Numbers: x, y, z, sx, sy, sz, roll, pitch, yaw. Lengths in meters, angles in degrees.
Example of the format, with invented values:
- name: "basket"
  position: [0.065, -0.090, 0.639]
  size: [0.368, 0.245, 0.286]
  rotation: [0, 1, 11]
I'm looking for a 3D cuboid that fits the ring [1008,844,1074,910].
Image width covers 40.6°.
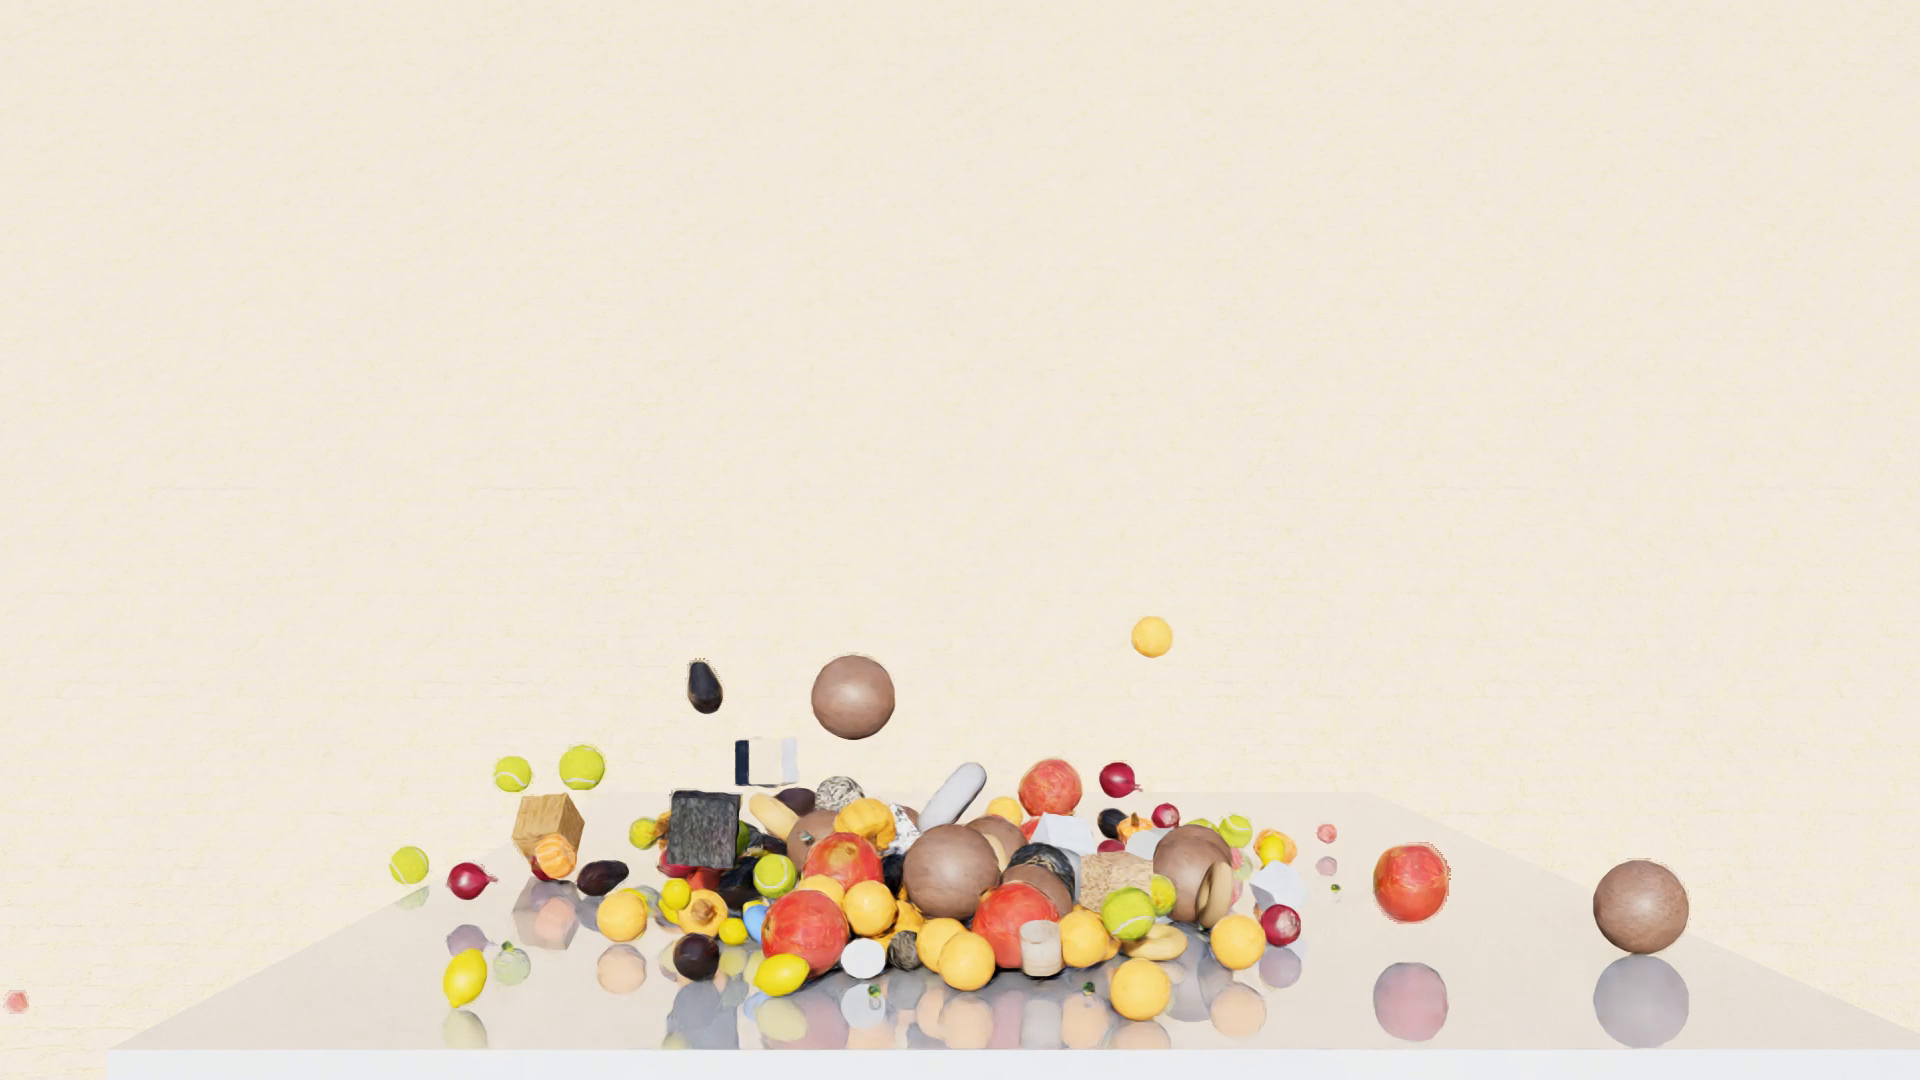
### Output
- name: "ring"
  position: [0.113, 0.470, 3.624]
  size: [0.098, 0.098, 0.033]
  rotation: [12, 18, 17]

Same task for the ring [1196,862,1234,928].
- name: "ring"
  position: [0.366, 0.510, 3.724]
  size: [0.033, 0.098, 0.098]
  rotation: [15, 34, -6]

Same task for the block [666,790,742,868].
- name: "block"
  position: [-0.374, 0.422, 3.794]
  size: [0.097, 0.097, 0.097]
  rotation: [5, 1, -3]

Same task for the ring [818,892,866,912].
- name: "ring"
  position: [-0.188, 0.575, 4.125]
  size: [0.078, 0.026, 0.078]
  rotation: [0, 0, 0]

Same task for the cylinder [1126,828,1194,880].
- name: "cylinder"
  position: [0.355, 0.557, 4.608]
  size: [0.089, 0.089, 0.089]
  rotation: [31, 18, 37]

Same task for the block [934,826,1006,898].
- name: "block"
  position: [0.022, 0.526, 4.259]
  size: [0.085, 0.085, 0.085]
  rotation: [-16, 9, -23]

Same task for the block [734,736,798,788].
- name: "block"
  position: [-0.342, 0.392, 4.591]
  size: [0.082, 0.082, 0.082]
  rotation: [-1, 0, 24]

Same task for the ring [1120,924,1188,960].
- name: "ring"
  position: [0.265, 0.551, 3.557]
  size: [0.094, 0.031, 0.094]
  rotation: [0, 10, 0]

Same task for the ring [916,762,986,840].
- name: "ring"
  position: [-0.013, 0.411, 4.094]
  size: [0.049, 0.146, 0.146]
  rotation: [39, 44, 7]

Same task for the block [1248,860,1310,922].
- name: "block"
  position: [0.489, 0.536, 3.976]
  size: [0.058, 0.058, 0.058]
  rotation: [-36, 30, -22]

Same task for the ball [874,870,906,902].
- name: "ball"
  position: [-0.115, 0.565, 4.236]
  size: [0.053, 0.053, 0.053]
  rotation: [0, 34, 0]

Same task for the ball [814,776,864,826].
- name: "ball"
  position: [-0.200, 0.434, 4.320]
  size: [0.084, 0.084, 0.084]
  rotation: [0, 34, 0]

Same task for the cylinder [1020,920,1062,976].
- name: "cylinder"
  position: [0.102, 0.516, 3.281]
  size: [0.052, 0.052, 0.052]
  rotation: [-4, 21, 1]

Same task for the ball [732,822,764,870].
- name: "ball"
  position: [-0.404, 0.561, 4.766]
  size: [0.090, 0.090, 0.090]
  rotation: [0, 34, 0]

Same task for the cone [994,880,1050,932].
- name: "cone"
  position: [0.091, 0.531, 3.783]
  size: [0.083, 0.083, 0.083]
  rotation: [1, -5, 2]

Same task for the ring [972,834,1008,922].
- name: "ring"
  position: [0.050, 0.509, 3.909]
  size: [0.045, 0.134, 0.134]
  rotation: [-10, 36, -8]

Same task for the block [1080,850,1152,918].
- name: "block"
  position: [0.211, 0.465, 3.513]
  size: [0.069, 0.069, 0.069]
  rotation: [-3, 9, -31]

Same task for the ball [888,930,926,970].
- name: "ball"
  position: [-0.070, 0.543, 3.431]
  size: [0.052, 0.052, 0.052]
  rotation: [0, 34, 0]

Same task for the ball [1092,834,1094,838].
- name: "ball"
  position: [0.224, 0.579, 5.017]
  size: [0.068, 0.068, 0.068]
  rotation: [0, 34, 0]

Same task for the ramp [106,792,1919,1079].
- name: "ramp"
  position: [0.076, 0.657, 4.809]
  size: [2.000, 0.100, 4.000]
  rotation: [0, -2, 0]

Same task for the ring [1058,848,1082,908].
- name: "ring"
  position: [0.149, 0.502, 3.862]
  size: [0.094, 0.094, 0.031]
  rotation: [12, 15, 17]

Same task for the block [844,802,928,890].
- name: "block"
  position: [-0.123, 0.514, 4.334]
  size: [0.096, 0.096, 0.096]
  rotation: [-31, 74, -20]

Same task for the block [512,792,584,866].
- name: "block"
  position: [-0.752, 0.529, 4.746]
  size: [0.090, 0.090, 0.090]
  rotation: [-7, 46, 15]

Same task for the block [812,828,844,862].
- name: "block"
  position: [-0.251, 0.581, 4.936]
  size: [0.060, 0.060, 0.060]
  rotation: [0, -2, -5]

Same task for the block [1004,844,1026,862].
- name: "block"
  position: [0.112, 0.573, 4.622]
  size: [0.057, 0.057, 0.057]
  rotation: [1, -2, -20]

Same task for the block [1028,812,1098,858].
- name: "block"
  position: [0.158, 0.481, 4.024]
  size: [0.075, 0.075, 0.075]
  rotation: [11, 34, -19]

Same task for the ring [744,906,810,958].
- name: "ring"
  position: [-0.247, 0.528, 3.502]
  size: [0.102, 0.034, 0.102]
  rotation: [32, 5, -3]

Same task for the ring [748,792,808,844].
- name: "ring"
  position: [-0.311, 0.475, 4.433]
  size: [0.039, 0.117, 0.117]
  rotation: [-53, 48, 1]

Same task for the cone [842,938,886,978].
- name: "cone"
  position: [-0.125, 0.526, 3.347]
  size: [0.057, 0.057, 0.057]
  rotation: [-3, 20, -4]
